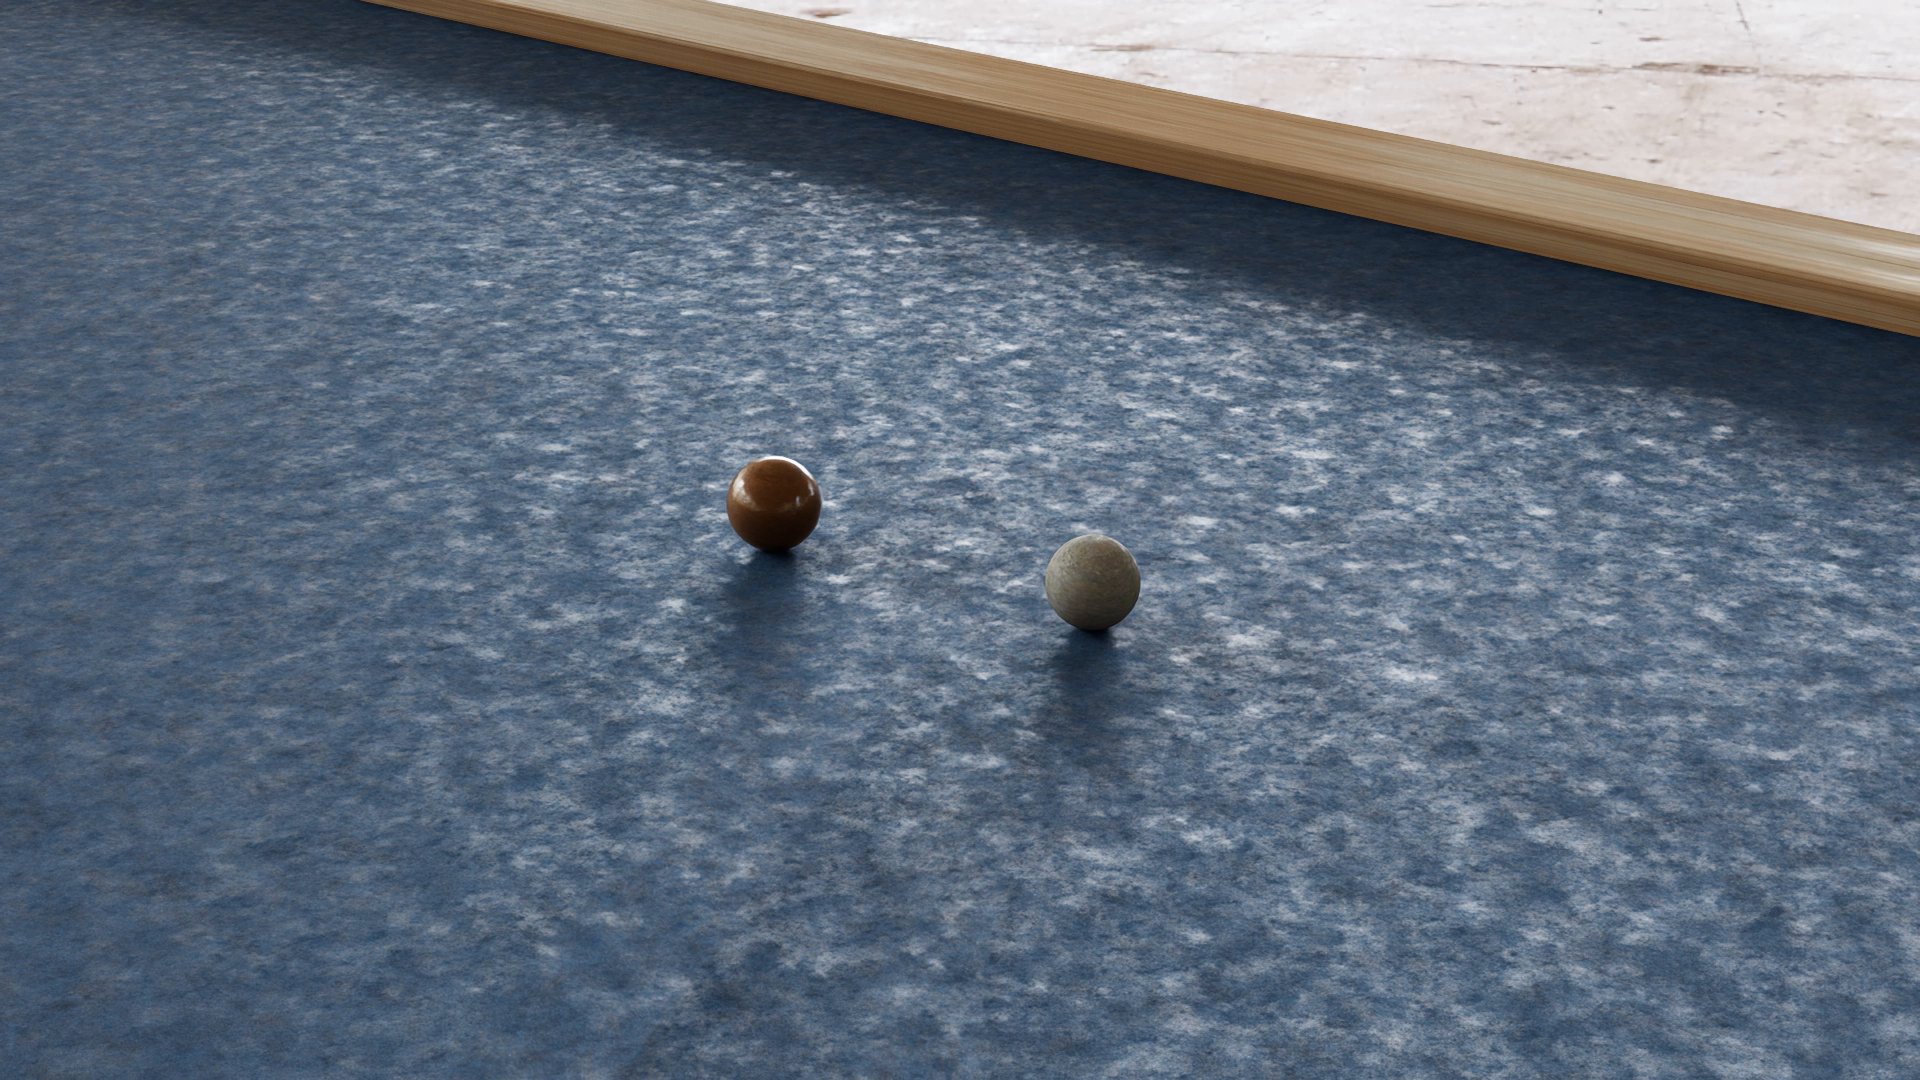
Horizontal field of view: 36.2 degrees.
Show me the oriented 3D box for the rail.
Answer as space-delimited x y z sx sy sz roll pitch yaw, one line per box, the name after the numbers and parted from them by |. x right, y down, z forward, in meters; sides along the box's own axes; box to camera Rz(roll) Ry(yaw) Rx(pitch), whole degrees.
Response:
-0.016 -0.608 3.992 4.233 0.110 0.045 18 28 38 | rail

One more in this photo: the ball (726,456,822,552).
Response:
-0.164 -0.032 2.599 0.084 0.084 0.084 0 22 0 | ball

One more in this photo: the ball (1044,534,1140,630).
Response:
0.110 0.035 2.438 0.079 0.079 0.079 0 22 0 | ball
